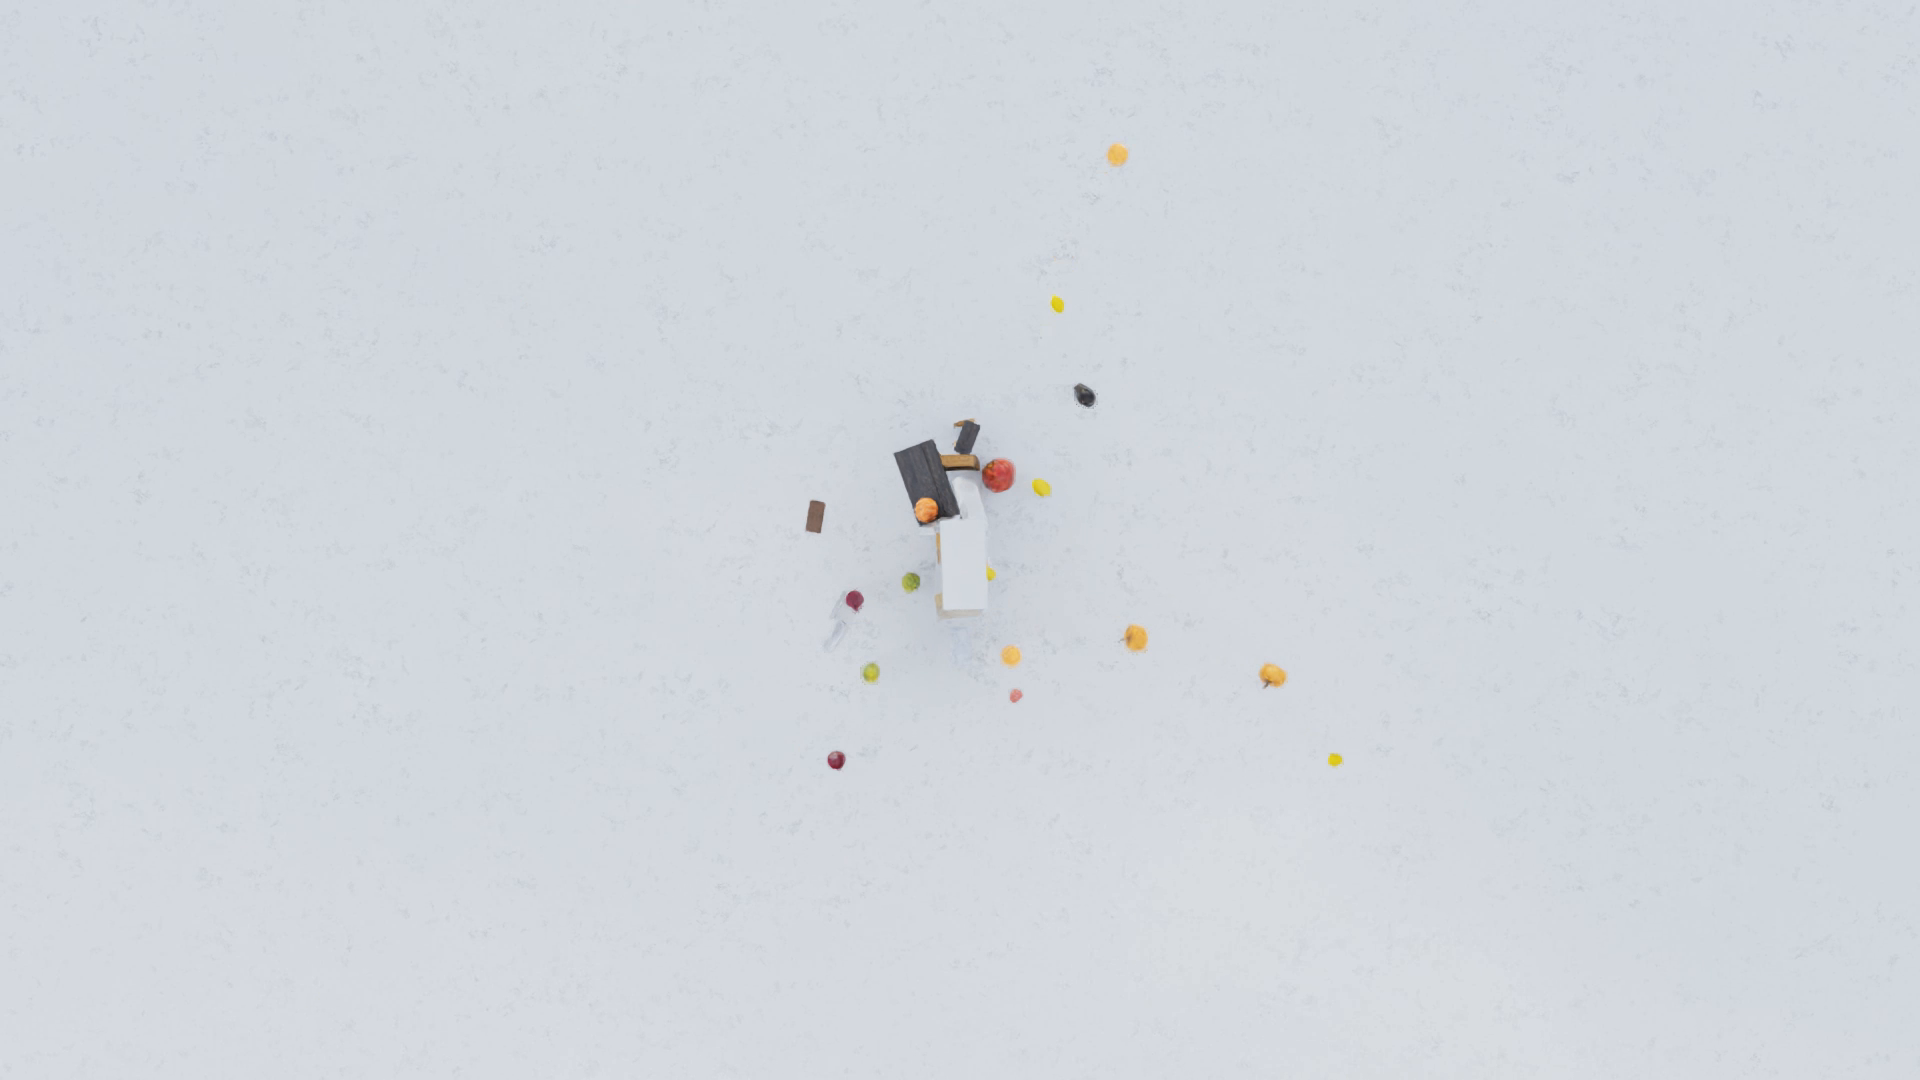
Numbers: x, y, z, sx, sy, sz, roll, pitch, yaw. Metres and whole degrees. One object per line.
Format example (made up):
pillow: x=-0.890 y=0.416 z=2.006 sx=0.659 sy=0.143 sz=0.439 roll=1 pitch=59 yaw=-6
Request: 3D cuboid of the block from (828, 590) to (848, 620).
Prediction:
block: x=-0.404 y=0.216 z=5.473 sx=0.015 sy=0.053 sz=0.105 roll=29 pitch=90 yaw=1

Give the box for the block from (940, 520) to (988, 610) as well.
block: x=0.012 y=0.073 z=4.879 sx=0.132 sy=0.037 sz=0.264 roll=-2 pitch=90 yaw=0

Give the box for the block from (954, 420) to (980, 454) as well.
block: x=0.023 y=-0.332 z=5.381 sx=0.054 sy=0.015 sz=0.109 roll=21 pitch=88 yaw=-8

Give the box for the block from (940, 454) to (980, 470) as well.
block: x=-0.013 y=-0.252 z=5.362 sx=0.134 sy=0.267 sz=0.038 roll=0 pitch=90 yaw=4

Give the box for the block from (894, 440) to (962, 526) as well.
block: x=-0.101 y=-0.170 z=5.215 sx=0.134 sy=0.038 sz=0.267 roll=-20 pitch=87 yaw=6

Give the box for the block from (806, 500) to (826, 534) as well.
block: x=-0.481 y=-0.078 z=5.493 sx=0.053 sy=0.015 sz=0.105 roll=9 pitch=90 yaw=0

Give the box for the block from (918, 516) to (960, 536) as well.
block: x=-0.064 y=-0.044 z=5.074 sx=0.090 sy=0.213 sz=0.026 roll=-23 pitch=95 yaw=-13

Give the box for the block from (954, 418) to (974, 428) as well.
block: x=0.013 y=-0.386 z=5.442 sx=0.054 sy=0.109 sz=0.015 roll=-15 pitch=92 yaw=-8

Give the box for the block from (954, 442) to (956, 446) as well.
block: x=0.006 y=-0.317 z=5.444 sx=0.054 sy=0.109 sz=0.015 roll=-2 pitch=92 yaw=-2

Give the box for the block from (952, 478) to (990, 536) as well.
block: x=0.033 y=-0.100 z=5.014 sx=0.026 sy=0.090 sz=0.181 roll=-36 pitch=49 yaw=27

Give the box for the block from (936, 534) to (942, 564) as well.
block: x=-0.004 y=0.029 z=5.030 sx=0.132 sy=0.264 sz=0.037 roll=0 pitch=77 yaw=0

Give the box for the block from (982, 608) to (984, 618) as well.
block: x=-0.001 y=0.222 z=5.352 sx=0.148 sy=0.295 sz=0.042 roll=0 pitch=90 yaw=0

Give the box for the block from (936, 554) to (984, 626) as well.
block: x=-0.003 y=0.124 z=5.184 sx=0.148 sy=0.042 sz=0.295 roll=0 pitch=90 yaw=0

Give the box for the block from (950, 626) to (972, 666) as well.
block: x=0.003 y=0.343 z=5.357 sx=0.067 sy=0.019 sz=0.133 roll=0 pitch=90 yaw=0

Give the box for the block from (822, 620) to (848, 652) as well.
block: x=-0.415 y=0.318 z=5.473 sx=0.015 sy=0.053 sz=0.105 roll=34 pitch=90 yaw=-26

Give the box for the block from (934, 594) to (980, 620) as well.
block: x=-0.006 y=0.200 z=5.030 sx=0.132 sy=0.264 sz=0.037 roll=-6 pitch=78 yaw=0
